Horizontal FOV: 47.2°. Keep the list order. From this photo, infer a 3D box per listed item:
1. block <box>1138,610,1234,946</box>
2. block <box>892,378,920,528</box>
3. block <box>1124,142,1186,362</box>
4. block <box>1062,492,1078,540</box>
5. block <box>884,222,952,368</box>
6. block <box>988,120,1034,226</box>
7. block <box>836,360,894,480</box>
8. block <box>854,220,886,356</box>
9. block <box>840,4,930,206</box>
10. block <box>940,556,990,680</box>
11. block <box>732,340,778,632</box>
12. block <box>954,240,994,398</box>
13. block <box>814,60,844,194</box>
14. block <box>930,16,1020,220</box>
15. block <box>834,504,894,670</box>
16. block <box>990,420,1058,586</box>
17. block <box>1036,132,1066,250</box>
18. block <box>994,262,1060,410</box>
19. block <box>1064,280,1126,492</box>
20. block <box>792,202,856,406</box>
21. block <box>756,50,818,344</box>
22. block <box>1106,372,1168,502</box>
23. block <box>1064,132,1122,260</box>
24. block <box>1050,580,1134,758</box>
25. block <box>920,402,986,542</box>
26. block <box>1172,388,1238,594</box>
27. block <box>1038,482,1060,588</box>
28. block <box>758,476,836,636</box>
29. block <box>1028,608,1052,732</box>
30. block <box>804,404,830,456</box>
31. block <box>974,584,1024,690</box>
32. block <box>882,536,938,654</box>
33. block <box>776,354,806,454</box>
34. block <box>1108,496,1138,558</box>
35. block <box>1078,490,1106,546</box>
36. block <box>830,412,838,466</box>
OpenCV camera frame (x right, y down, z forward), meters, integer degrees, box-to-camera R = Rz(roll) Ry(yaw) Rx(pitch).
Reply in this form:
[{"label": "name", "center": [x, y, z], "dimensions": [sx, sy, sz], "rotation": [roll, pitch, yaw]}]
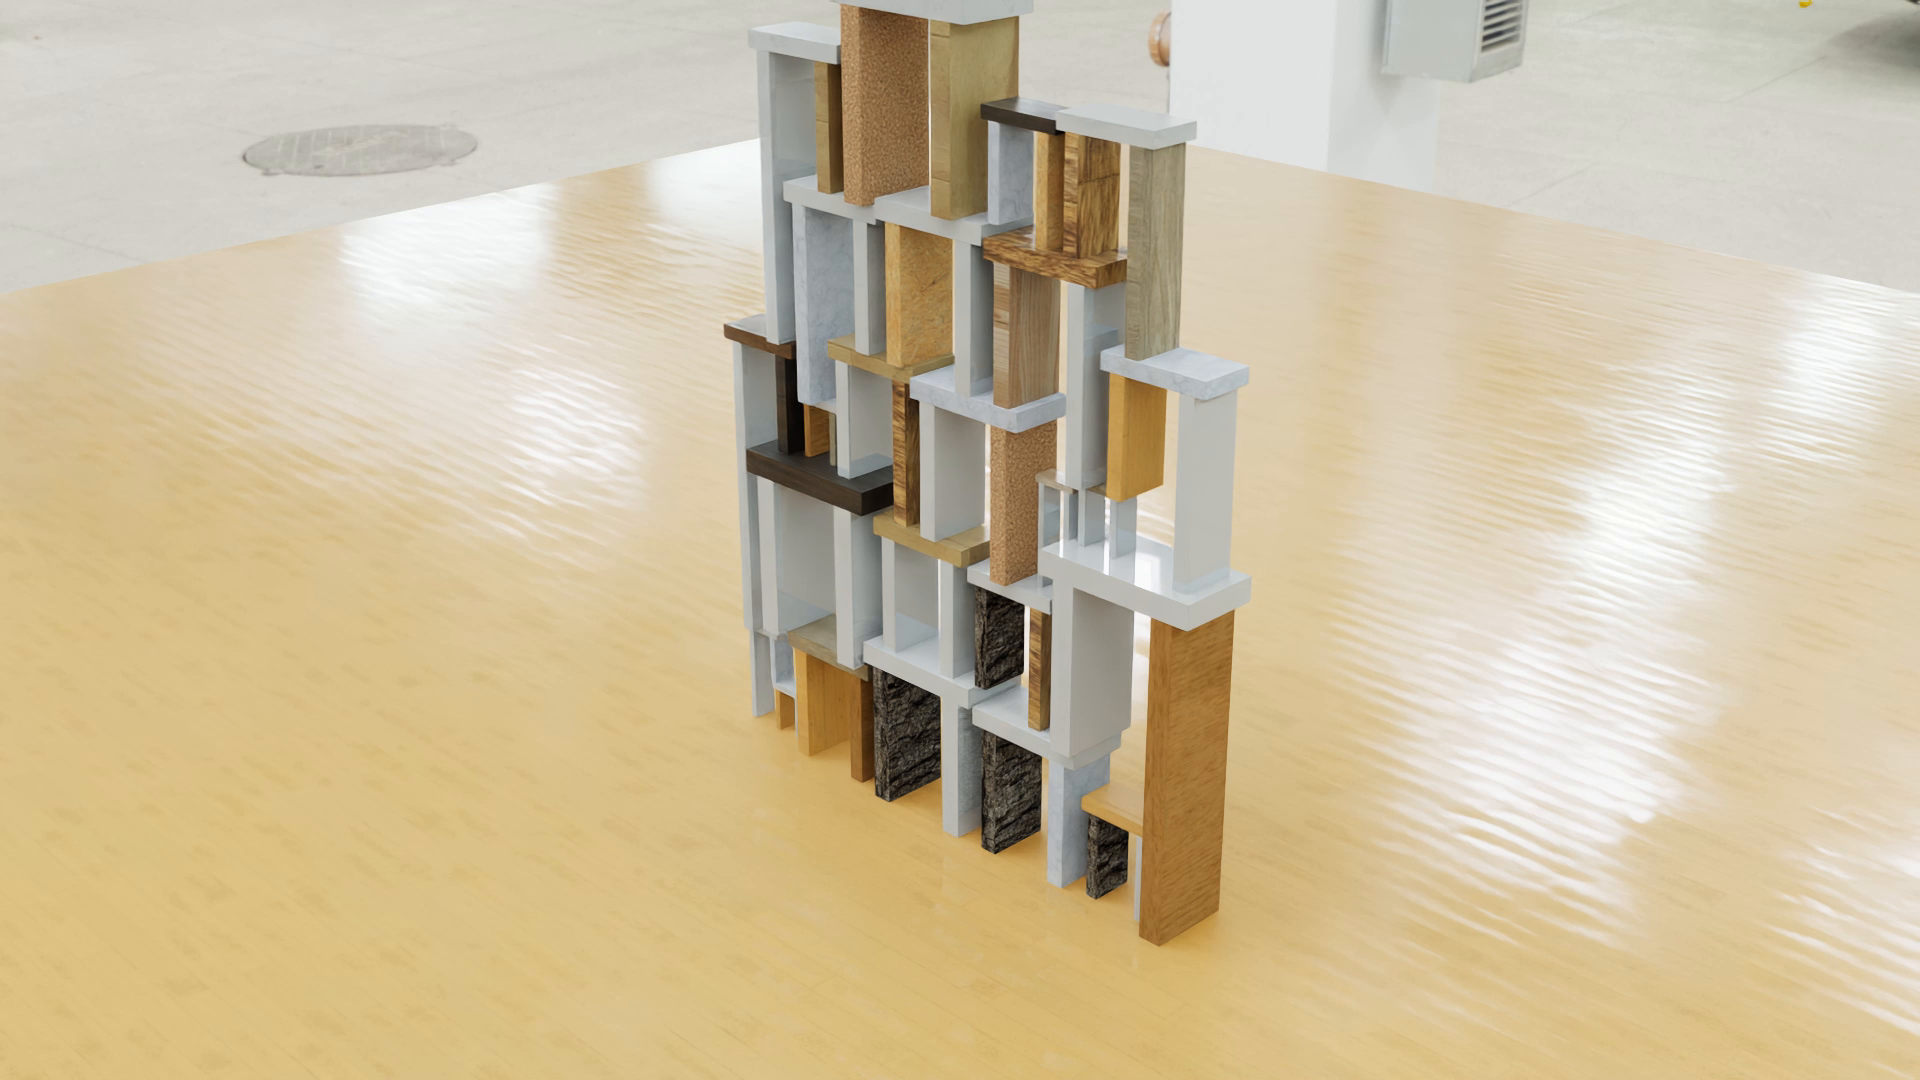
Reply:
[{"label": "block", "center": [0.407, 0.414, 3.957], "dimensions": [0.049, 0.647, 0.172], "rotation": [21, 31, 41]}, {"label": "block", "center": [-0.074, -0.181, 4.235], "dimensions": [0.119, 0.294, 0.034], "rotation": [-21, 31, -41]}, {"label": "block", "center": [0.325, -0.485, 3.662], "dimensions": [0.030, 0.362, 0.107], "rotation": [21, 31, 41]}, {"label": "block", "center": [0.207, -0.049, 3.980], "dimensions": [0.046, 0.092, 0.013], "rotation": [-22, 31, -40]}, {"label": "block", "center": [-0.076, -0.471, 4.107], "dimensions": [0.039, 0.273, 0.136], "rotation": [21, 31, 40]}, {"label": "block", "center": [0.089, -0.649, 3.848], "dimensions": [0.026, 0.181, 0.090], "rotation": [21, 31, 39]}, {"label": "block", "center": [-0.187, -0.250, 4.327], "dimensions": [0.034, 0.238, 0.119], "rotation": [21, 31, 40]}, {"label": "block", "center": [-0.140, -0.491, 4.172], "dimensions": [0.129, 0.258, 0.037], "rotation": [-21, 31, -41]}, {"label": "block", "center": [-0.135, -0.808, 4.032], "dimensions": [0.172, 0.361, 0.049], "rotation": [-21, 31, -41]}, {"label": "block", "center": [0.017, 0.137, 4.261], "dimensions": [0.034, 0.242, 0.121], "rotation": [21, 31, 40]}, {"label": "block", "center": [-0.418, -0.120, 4.630], "dimensions": [0.029, 0.649, 0.103], "rotation": [21, 31, 41]}, {"label": "block", "center": [0.053, -0.415, 3.992], "dimensions": [0.039, 0.287, 0.136], "rotation": [21, 31, 40]}, {"label": "block", "center": [-0.212, -0.781, 4.118], "dimensions": [0.035, 0.245, 0.122], "rotation": [21, 31, 40]}, {"label": "block", "center": [0.026, -0.752, 3.879], "dimensions": [0.049, 0.345, 0.172], "rotation": [21, 31, 40]}, {"label": "block", "center": [-0.171, 0.073, 4.436], "dimensions": [0.049, 0.344, 0.172], "rotation": [21, 31, 40]}, {"label": "block", "center": [0.117, -0.080, 4.065], "dimensions": [0.137, 0.308, 0.039], "rotation": [-21, 31, -41]}, {"label": "block", "center": [0.171, -0.605, 3.772], "dimensions": [0.090, 0.202, 0.026], "rotation": [-21, 31, -40]}, {"label": "block", "center": [0.120, -0.379, 3.935], "dimensions": [0.038, 0.266, 0.133], "rotation": [21, 31, 41]}, {"label": "block", "center": [0.245, -0.281, 3.840], "dimensions": [0.133, 0.372, 0.038], "rotation": [-21, 31, -40]}, {"label": "block", "center": [-0.263, -0.473, 4.314], "dimensions": [0.129, 0.402, 0.037], "rotation": [-21, 31, -40]}, {"label": "block", "center": [-0.329, -0.673, 4.289], "dimensions": [0.035, 0.577, 0.122], "rotation": [21, 30, 40]}, {"label": "block", "center": [0.307, -0.191, 3.811], "dimensions": [0.033, 0.229, 0.115], "rotation": [22, 31, 40]}, {"label": "block", "center": [0.224, -0.592, 3.727], "dimensions": [0.107, 0.214, 0.030], "rotation": [-21, 31, -40]}, {"label": "block", "center": [0.245, 0.211, 4.048], "dimensions": [0.172, 0.345, 0.049], "rotation": [-21, 31, -41]}, {"label": "block", "center": [-0.013, -0.146, 4.178], "dimensions": [0.039, 0.275, 0.137], "rotation": [21, 31, 40]}, {"label": "block", "center": [0.416, -0.091, 3.736], "dimensions": [0.115, 0.357, 0.033], "rotation": [-22, 31, -40]}, {"label": "block", "center": [0.164, -0.014, 4.042], "dimensions": [0.013, 0.206, 0.046], "rotation": [21, 31, 41]}, {"label": "block", "center": [-0.335, 0.010, 4.584], "dimensions": [0.049, 0.344, 0.172], "rotation": [21, 31, 40]}, {"label": "block", "center": [0.177, 0.228, 4.131], "dimensions": [0.030, 0.249, 0.106], "rotation": [21, 31, 41]}, {"label": "block", "center": [-0.288, -0.229, 4.439], "dimensions": [0.016, 0.113, 0.056], "rotation": [21, 30, 40]}, {"label": "block", "center": [0.077, 0.172, 4.216], "dimensions": [0.106, 0.212, 0.030], "rotation": [-21, 31, -41]}, {"label": "block", "center": [-0.098, 0.092, 4.365], "dimensions": [0.034, 0.242, 0.121], "rotation": [21, 31, 41]}, {"label": "block", "center": [-0.323, -0.286, 4.453], "dimensions": [0.029, 0.206, 0.103], "rotation": [21, 31, 40]}, {"label": "block", "center": [0.290, -0.028, 3.904], "dimensions": [0.056, 0.112, 0.016], "rotation": [-22, 31, -40]}, {"label": "block", "center": [0.237, -0.049, 3.953], "dimensions": [0.056, 0.112, 0.016], "rotation": [-22, 31, -40]}, {"label": "block", "center": [-0.234, -0.209, 4.391], "dimensions": [0.056, 0.113, 0.016], "rotation": [-21, 31, -40]}]
